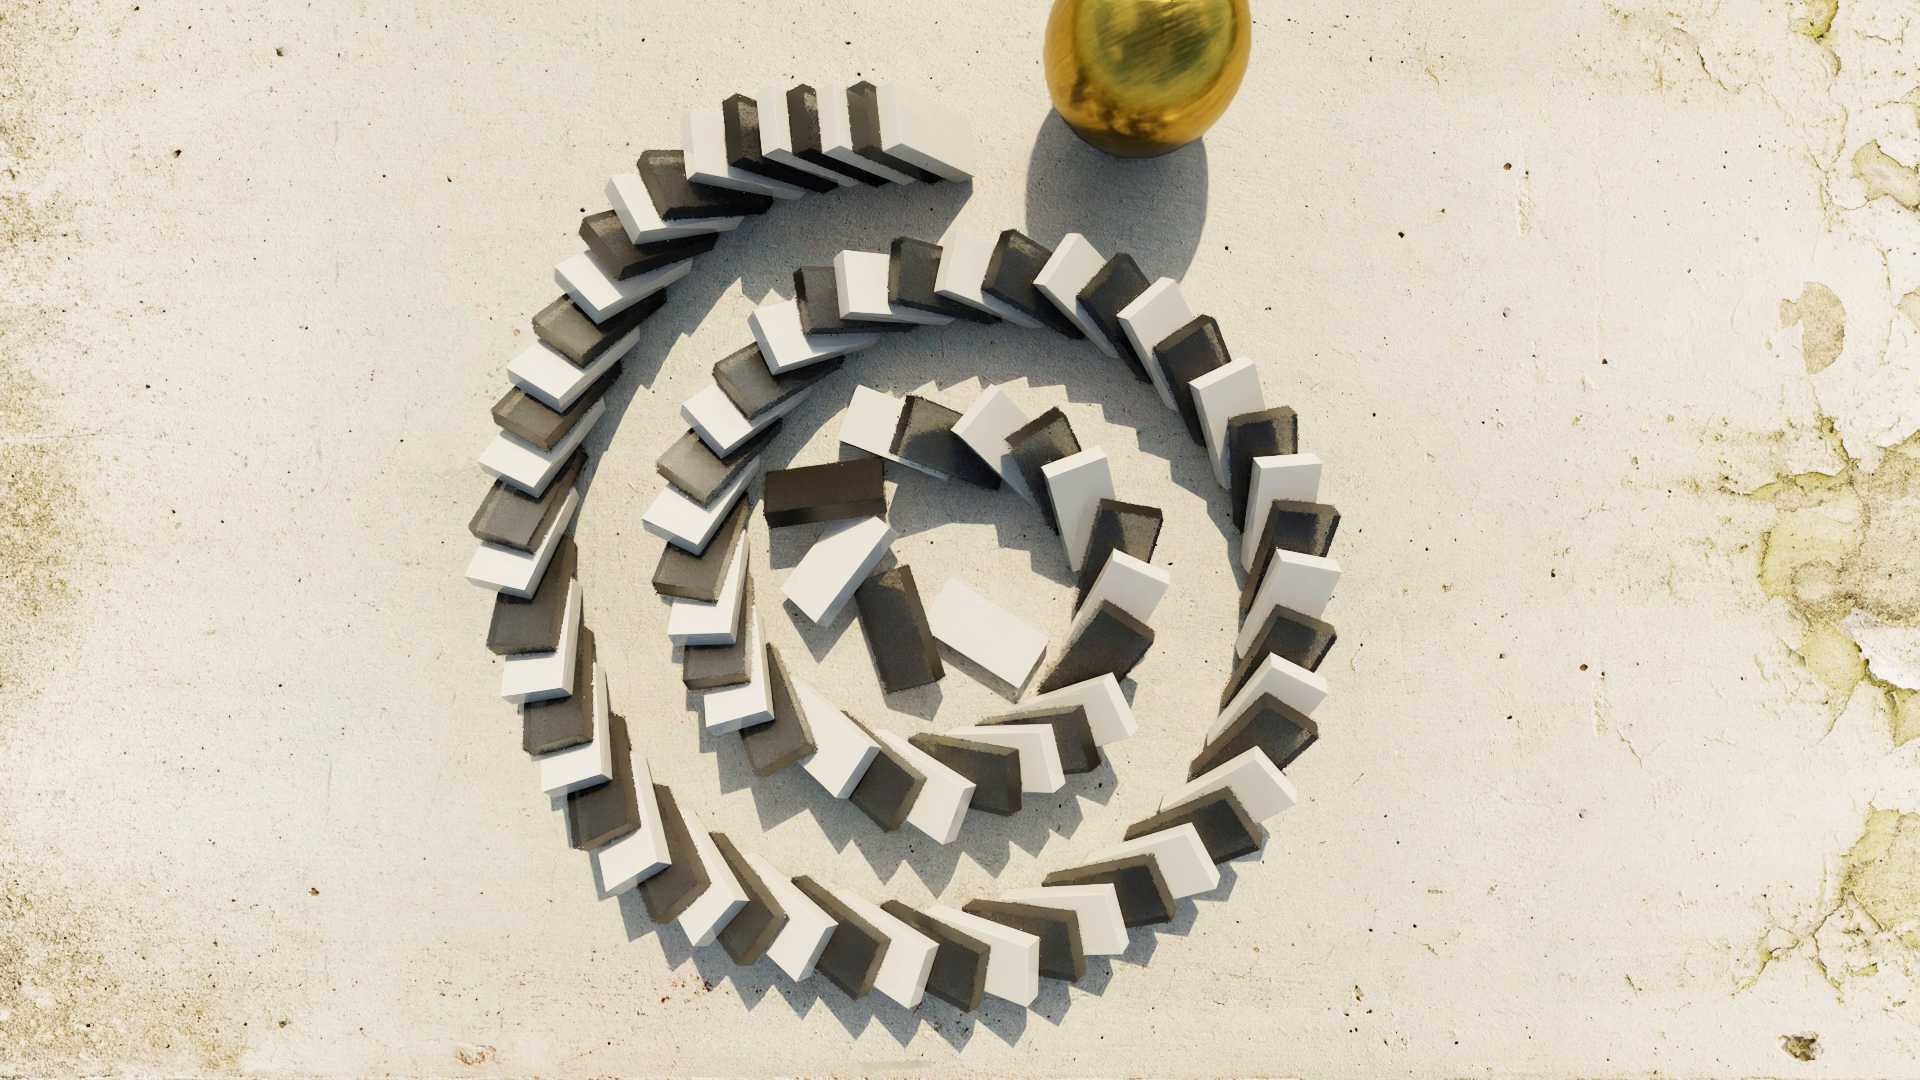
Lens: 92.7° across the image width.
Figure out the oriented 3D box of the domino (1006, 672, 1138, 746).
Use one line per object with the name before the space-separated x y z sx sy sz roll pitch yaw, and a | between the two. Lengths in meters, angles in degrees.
domino | 0.046 0.075 0.382 0.050 0.009 0.025 -25 90 36

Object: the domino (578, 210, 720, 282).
domino | -0.128 -0.127 0.380 0.025 0.010 0.050 51 48 0

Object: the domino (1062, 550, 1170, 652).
domino | 0.065 0.030 0.383 0.025 0.009 0.050 24 120 -1

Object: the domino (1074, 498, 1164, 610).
domino | 0.066 0.009 0.383 0.025 0.009 0.050 10 121 -1

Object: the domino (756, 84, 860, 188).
domino | -0.060 -0.165 0.377 0.010 0.050 0.025 -6 90 36

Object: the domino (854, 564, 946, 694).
domino | -0.026 0.038 0.390 0.025 0.010 0.050 -18 90 28

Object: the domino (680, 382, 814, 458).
domino | -0.089 -0.058 0.383 0.025 0.010 0.050 47 59 0

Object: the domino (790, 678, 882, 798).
domino | -0.059 0.082 0.383 0.050 0.010 0.025 33 90 31

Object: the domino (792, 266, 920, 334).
domino | -0.043 -0.100 0.382 0.050 0.009 0.025 -10 90 -33

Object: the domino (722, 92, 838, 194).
domino | -0.073 -0.162 0.378 0.009 0.050 0.025 -6 90 39

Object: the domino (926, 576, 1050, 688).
domino | 0.011 0.040 0.395 0.050 0.010 0.025 32 90 0

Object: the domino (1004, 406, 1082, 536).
domino | 0.040 -0.028 0.381 0.025 0.010 0.050 -33 126 -2

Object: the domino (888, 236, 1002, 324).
domino | -0.005 -0.108 0.383 0.050 0.010 0.025 4 90 -32

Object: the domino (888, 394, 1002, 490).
domino | -0.003 -0.040 0.383 0.050 0.009 0.025 18 90 -30

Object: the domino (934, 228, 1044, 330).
domino | 0.015 -0.108 0.383 0.050 0.010 0.025 12 90 -32

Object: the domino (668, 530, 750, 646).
domino | -0.104 0.019 0.382 0.025 0.009 0.050 -2 55 1

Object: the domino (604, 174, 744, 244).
domino | -0.117 -0.139 0.380 0.050 0.010 0.025 -28 89 -42

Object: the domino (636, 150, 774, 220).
domino | -0.105 -0.148 0.380 0.050 0.010 0.025 -23 89 -41

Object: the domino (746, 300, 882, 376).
domino | -0.060 -0.088 0.383 0.050 0.010 0.025 -25 90 -33

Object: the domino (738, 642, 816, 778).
domino | -0.081 0.071 0.383 0.025 0.010 0.050 -29 59 0

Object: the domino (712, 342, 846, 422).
domino | -0.075 -0.073 0.383 0.050 0.009 0.025 -39 90 -31

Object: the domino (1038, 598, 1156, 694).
domino | 0.057 0.051 0.384 0.025 0.010 0.050 32 120 0

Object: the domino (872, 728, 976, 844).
domino | -0.019 0.102 0.381 0.050 0.010 0.025 24 98 32

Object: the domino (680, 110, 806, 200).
domino | -0.089 -0.159 0.380 0.050 0.009 0.025 -6 90 -40

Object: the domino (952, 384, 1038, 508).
domino | 0.022 -0.039 0.383 0.025 0.010 0.050 -49 120 0

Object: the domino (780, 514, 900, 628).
domino | -0.051 0.009 0.390 0.025 0.010 0.050 38 90 29

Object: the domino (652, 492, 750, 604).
domino | -0.107 0.001 0.382 0.025 0.010 0.050 9 56 2

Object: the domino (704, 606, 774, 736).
domino | -0.094 0.054 0.382 0.025 0.009 0.050 -15 55 0

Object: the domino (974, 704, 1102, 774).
domino | 0.031 0.085 0.381 0.050 0.009 0.025 -16 91 38

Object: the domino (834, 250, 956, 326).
domino | -0.027 -0.104 0.382 0.050 0.009 0.025 -5 87 -33

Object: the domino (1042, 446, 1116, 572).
domino | 0.052 -0.012 0.382 0.025 0.009 0.050 -20 125 -1

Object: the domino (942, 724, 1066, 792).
domino | 0.017 0.091 0.380 0.050 0.009 0.025 -11 94 38

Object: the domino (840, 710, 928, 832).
domino | -0.040 0.095 0.382 0.050 0.009 0.025 32 96 31

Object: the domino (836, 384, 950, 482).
domino | -0.025 -0.046 0.395 0.050 0.010 0.025 21 90 0

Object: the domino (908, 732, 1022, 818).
domino | 0.001 0.097 0.380 0.050 0.010 0.025 1 96 36

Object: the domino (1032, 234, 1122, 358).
domino | 0.056 -0.101 0.383 0.050 0.010 0.025 35 90 -32

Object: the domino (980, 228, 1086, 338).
domino | 0.035 -0.106 0.383 0.050 0.010 0.025 20 90 -31

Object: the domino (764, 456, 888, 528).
domino | -0.057 -0.020 0.388 0.050 0.009 0.025 -8 47 0

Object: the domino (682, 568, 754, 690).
domino | -0.100 0.036 0.382 0.025 0.009 0.050 -8 55 0

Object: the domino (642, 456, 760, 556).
domino | -0.107 -0.020 0.382 0.025 0.010 0.050 25 58 3

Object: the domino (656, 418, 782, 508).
domino | -0.100 -0.040 0.383 0.025 0.009 0.050 36 58 2

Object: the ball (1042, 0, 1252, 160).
ball | 0.073 -0.193 0.360 0.080 0.080 0.080 0 90 0
